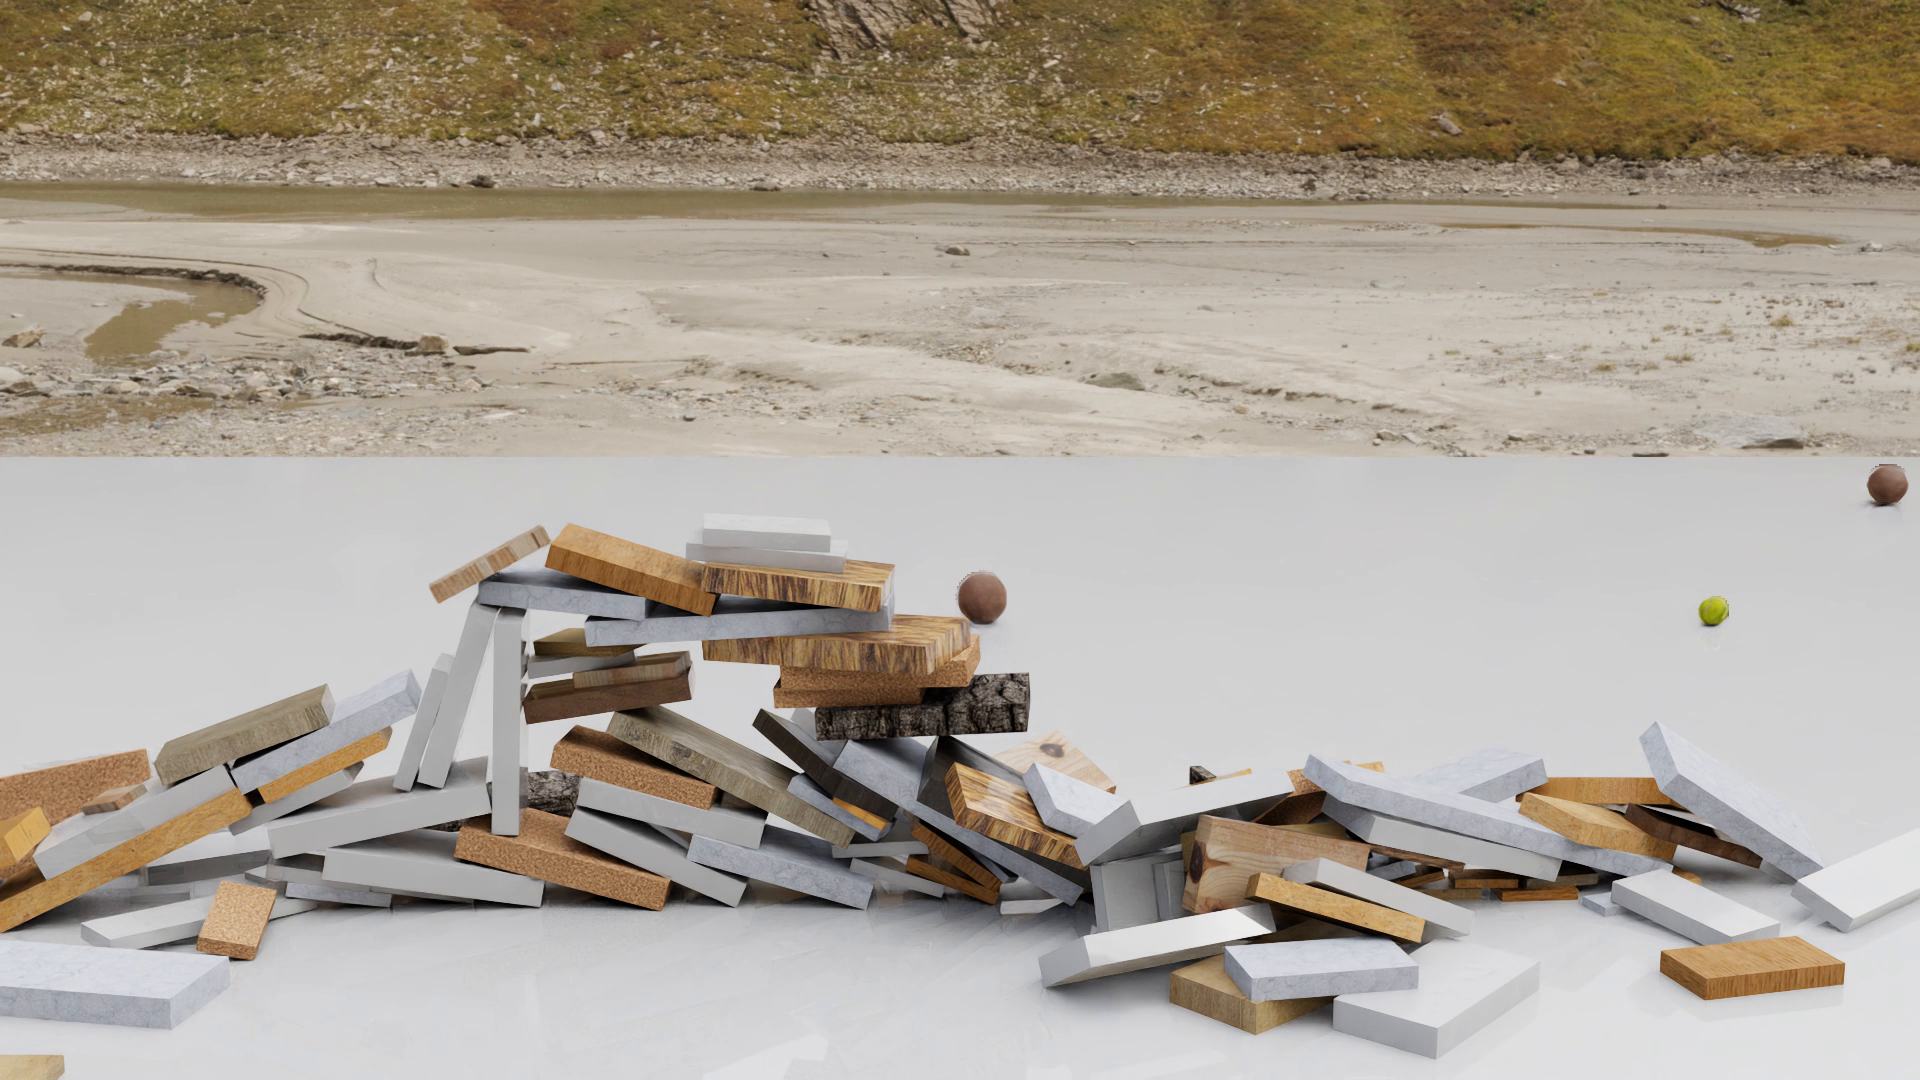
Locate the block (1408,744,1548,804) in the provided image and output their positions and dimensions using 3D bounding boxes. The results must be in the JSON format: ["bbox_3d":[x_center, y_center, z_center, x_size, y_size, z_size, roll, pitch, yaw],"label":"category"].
[{"bbox_3d":[0.869,0.452,3.930,0.318,0.045,0.159,-19,10,-16],"label":"block"}]

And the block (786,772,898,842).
[{"bbox_3d":[-0.194,0.436,3.625,0.171,0.024,0.086,28,11,12],"label":"block"}]

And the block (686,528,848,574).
[{"bbox_3d":[-0.313,0.017,3.578,0.254,0.029,0.102,5,14,0],"label":"block"}]

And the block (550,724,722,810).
[{"bbox_3d":[-0.529,0.376,3.649,0.271,0.038,0.135,15,11,3],"label":"block"}]

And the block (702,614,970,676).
[{"bbox_3d":[-0.203,0.162,3.590,0.407,0.047,0.167,2,15,25],"label":"block"}]

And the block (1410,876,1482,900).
[{"bbox_3d":[0.798,0.581,3.670,0.128,0.018,0.064,0,11,-2],"label":"block"}]

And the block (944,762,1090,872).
[{"bbox_3d":[0.100,0.439,3.476,0.249,0.035,0.125,22,22,-21],"label":"block"}]

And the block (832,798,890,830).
[{"bbox_3d":[-0.159,0.441,3.562,0.094,0.013,0.047,28,0,12],"label":"block"}]

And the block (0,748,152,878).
[{"bbox_3d":[-1.539,0.470,3.731,0.330,0.165,0.047,-11,0,-17],"label":"block"}]

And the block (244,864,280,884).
[{"bbox_3d":[-1.167,0.572,3.731,0.092,0.013,0.046,8,13,37],"label":"block"}]

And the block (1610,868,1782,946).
[{"bbox_3d":[1.172,0.593,3.511,0.118,0.033,0.236,-7,17,-32],"label":"block"}]

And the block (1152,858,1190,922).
[{"bbox_3d":[0.424,0.557,3.507,0.239,0.120,0.034,-6,-7,-29],"label":"block"}]

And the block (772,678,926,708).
[{"bbox_3d":[-0.178,0.239,3.621,0.240,0.034,0.120,-2,13,7],"label":"block"}]

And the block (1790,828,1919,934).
[{"bbox_3d":[1.821,0.515,3.895,1.183,0.030,0.104,-9,35,-40],"label":"block"}]

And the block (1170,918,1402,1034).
[{"bbox_3d":[0.486,0.642,3.261,0.338,0.046,0.162,-10,14,-42],"label":"block"}]

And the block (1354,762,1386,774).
[{"bbox_3d":[0.590,0.466,3.993,0.333,0.047,0.167,-5,-19,-24],"label":"block"}]

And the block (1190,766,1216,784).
[{"bbox_3d":[0.428,0.477,3.883,0.020,0.143,0.072,-3,11,-17],"label":"block"}]

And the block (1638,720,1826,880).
[{"bbox_3d":[1.307,0.446,3.727,0.328,0.045,0.159,32,25,-13],"label":"block"}]

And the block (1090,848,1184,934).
[{"bbox_3d":[0.323,0.559,3.497,0.239,0.120,0.034,-6,-2,-29],"label":"block"}]

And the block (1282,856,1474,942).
[{"bbox_3d":[0.637,0.553,3.366,0.262,0.037,0.131,21,-20,-11],"label":"block"}]

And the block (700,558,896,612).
[{"bbox_3d":[-0.260,0.061,3.566,0.291,0.041,0.145,7,14,5],"label":"block"}]

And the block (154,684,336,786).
[{"bbox_3d":[-1.164,0.316,3.589,0.275,0.039,0.138,-20,13,-8],"label":"block"}]

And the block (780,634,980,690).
[{"bbox_3d":[-0.128,0.200,3.606,0.305,0.043,0.153,-2,13,9],"label":"block"}]

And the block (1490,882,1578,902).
[{"bbox_3d":[0.956,0.582,3.663,0.128,0.018,0.064,-1,11,-4],"label":"block"}]

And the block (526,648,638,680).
[{"bbox_3d":[-0.629,0.197,3.668,0.176,0.025,0.088,-9,9,-5],"label":"block"}]

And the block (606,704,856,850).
[{"bbox_3d":[-0.368,0.381,3.651,0.438,0.038,0.135,26,11,0],"label":"block"}]

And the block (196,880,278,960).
[{"bbox_3d":[-1.131,0.594,3.441,0.087,0.025,0.174,13,19,-11],"label":"block"}]

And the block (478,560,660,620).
[{"bbox_3d":[-0.635,0.081,3.607,0.275,0.039,0.138,6,14,5],"label":"block"}]

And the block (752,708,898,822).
[{"bbox_3d":[-0.229,0.375,3.698,0.120,0.034,0.349,28,1,-31],"label":"block"}]

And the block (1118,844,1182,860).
[{"bbox_3d":[0.317,0.508,3.642,0.200,0.024,0.086,-12,17,42],"label":"block"}]

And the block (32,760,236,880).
[{"bbox_3d":[-1.335,0.438,3.580,0.320,0.045,0.160,-27,14,-10],"label":"block"}]

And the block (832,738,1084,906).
[{"bbox_3d":[0.010,0.440,3.630,0.449,0.048,0.171,30,15,-1],"label":"block"}]

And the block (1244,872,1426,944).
[{"bbox_3d":[0.558,0.552,3.293,0.249,0.035,0.125,16,-11,3],"label":"block"}]

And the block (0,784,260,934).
[{"bbox_3d":[-1.354,0.498,3.578,0.426,0.045,0.160,-26,14,-5],"label":"block"}]

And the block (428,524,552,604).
[{"bbox_3d":[-0.761,0.038,3.560,0.203,0.029,0.102,-30,9,-11],"label":"block"}]

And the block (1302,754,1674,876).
[{"bbox_3d":[0.875,0.463,3.626,0.659,0.037,0.131,16,7,-22],"label":"block"}]

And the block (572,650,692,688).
[{"bbox_3d":[-0.544,0.214,3.648,0.176,0.025,0.088,-6,9,10],"label":"block"}]

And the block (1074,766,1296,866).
[{"bbox_3d":[0.357,0.435,3.471,0.351,0.043,0.153,-6,-27,-40],"label":"block"}]

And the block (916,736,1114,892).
[{"bbox_3d":[0.098,0.444,3.580,0.341,0.048,0.171,28,21,-6],"label":"block"}]

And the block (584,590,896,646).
[{"bbox_3d":[-0.358,0.122,3.613,0.492,0.041,0.145,-3,13,3],"label":"block"}]

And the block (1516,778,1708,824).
[{"bbox_3d":[1.165,0.460,3.887,0.162,0.046,0.324,20,-17,-34],"label":"block"}]

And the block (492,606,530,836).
[{"bbox_3d":[-0.738,0.291,3.619,0.043,0.355,0.152,2,12,-6],"label":"block"}]

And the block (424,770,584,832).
[{"bbox_3d":[-0.833,0.484,4.105,0.393,0.049,0.172,-3,11,-18],"label":"block"}]

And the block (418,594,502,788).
[{"bbox_3d":[-0.820,0.241,3.623,0.043,0.304,0.152,17,9,-8],"label":"block"}]

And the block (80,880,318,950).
[{"bbox_3d":[-1.200,0.595,3.488,0.087,0.025,0.363,14,13,39],"label":"block"}]

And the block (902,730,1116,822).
[{"bbox_3d":[0.090,0.459,3.894,0.344,0.049,0.172,-20,45,-33],"label":"block"}]

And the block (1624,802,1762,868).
[{"bbox_3d":[1.246,0.502,3.736,0.209,0.030,0.104,17,7,-14],"label":"block"}]

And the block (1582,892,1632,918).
[{"bbox_3d":[1.087,0.594,3.604,0.116,0.016,0.058,-4,11,-21],"label":"block"}]

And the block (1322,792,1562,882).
[{"bbox_3d":[0.791,0.483,3.608,0.382,0.041,0.145,14,8,-24],"label":"block"}]

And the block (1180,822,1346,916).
[{"bbox_3d":[0.493,0.531,3.502,0.291,0.145,0.041,1,-15,-27],"label":"block"}]

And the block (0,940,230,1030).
[{"bbox_3d":[-1.618,0.638,3.283,1.054,0.047,0.165,2,11,10],"label":"block"}]

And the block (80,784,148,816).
[{"bbox_3d":[-1.377,0.422,3.579,0.112,0.016,0.056,-13,18,39],"label":"block"}]
